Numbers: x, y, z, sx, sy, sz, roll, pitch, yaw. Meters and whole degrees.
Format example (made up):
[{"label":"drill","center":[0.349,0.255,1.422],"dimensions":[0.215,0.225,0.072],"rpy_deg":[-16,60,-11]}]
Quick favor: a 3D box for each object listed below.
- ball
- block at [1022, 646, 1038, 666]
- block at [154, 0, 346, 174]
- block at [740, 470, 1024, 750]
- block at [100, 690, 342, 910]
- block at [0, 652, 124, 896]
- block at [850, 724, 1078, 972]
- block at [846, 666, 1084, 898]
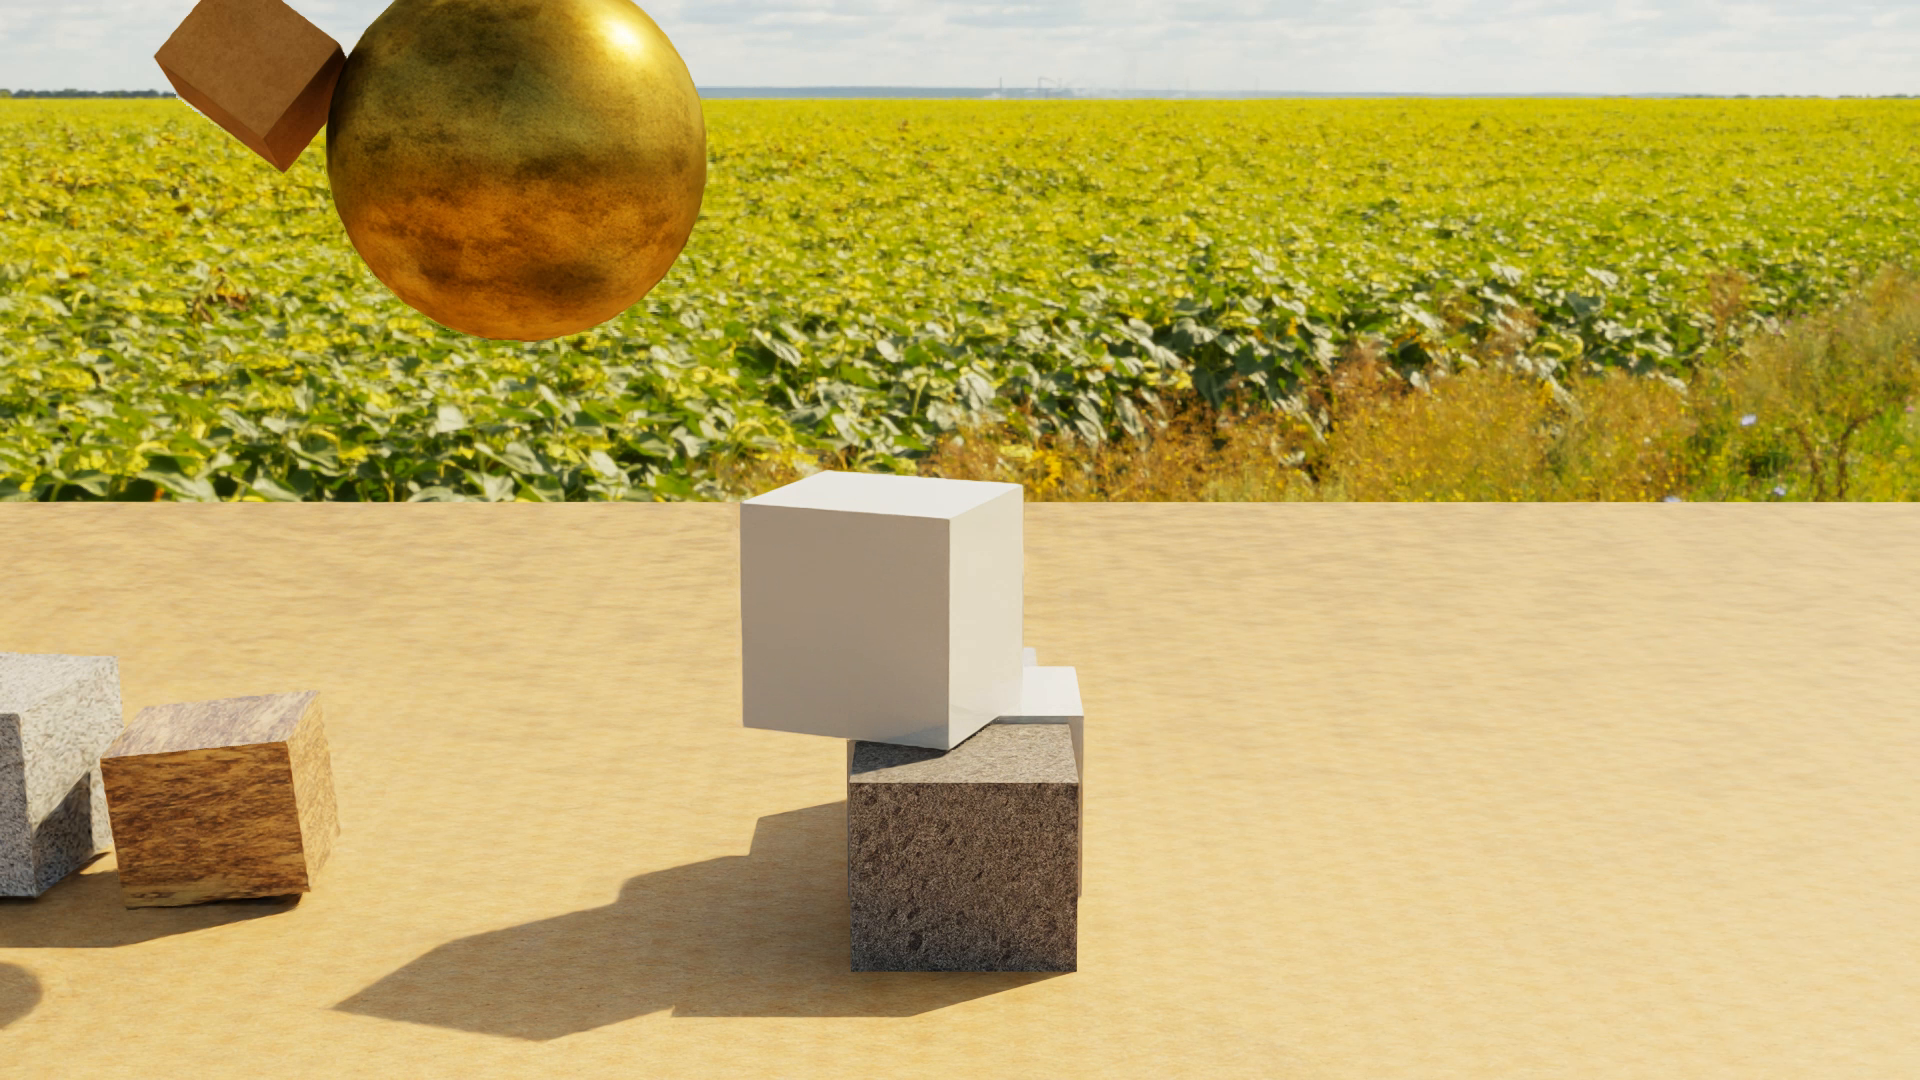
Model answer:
[{"label":"ball","center":[-1.869,-1.643,10.882],"dimensions":[1.600,1.600,1.600],"rpy_deg":[0,10,0]},{"label":"block","center":[0.012,0.951,12.300],"dimensions":[0.711,0.728,0.750],"rpy_deg":[0,10,0]},{"label":"block","center":[-2.969,-1.986,10.856],"dimensions":[0.559,0.508,0.558],"rpy_deg":[37,-9,-1]},{"label":"block","center":[-0.319,0.272,10.871],"dimensions":[0.927,0.955,0.864],"rpy_deg":[5,12,21]},{"label":"block","center":[-3.206,1.122,11.194],"dimensions":[0.783,0.681,0.733],"rpy_deg":[-5,14,-2]},{"label":"block","center":[-4.303,1.011,11.318],"dimensions":[0.886,0.815,0.874],"rpy_deg":[2,14,9]},{"label":"block","center":[0.016,1.246,10.548],"dimensions":[0.896,0.774,0.923],"rpy_deg":[0,10,0]},{"label":"block","center":[0.022,1.064,11.459],"dimensions":[1.012,0.807,0.920],"rpy_deg":[0,10,0]}]
